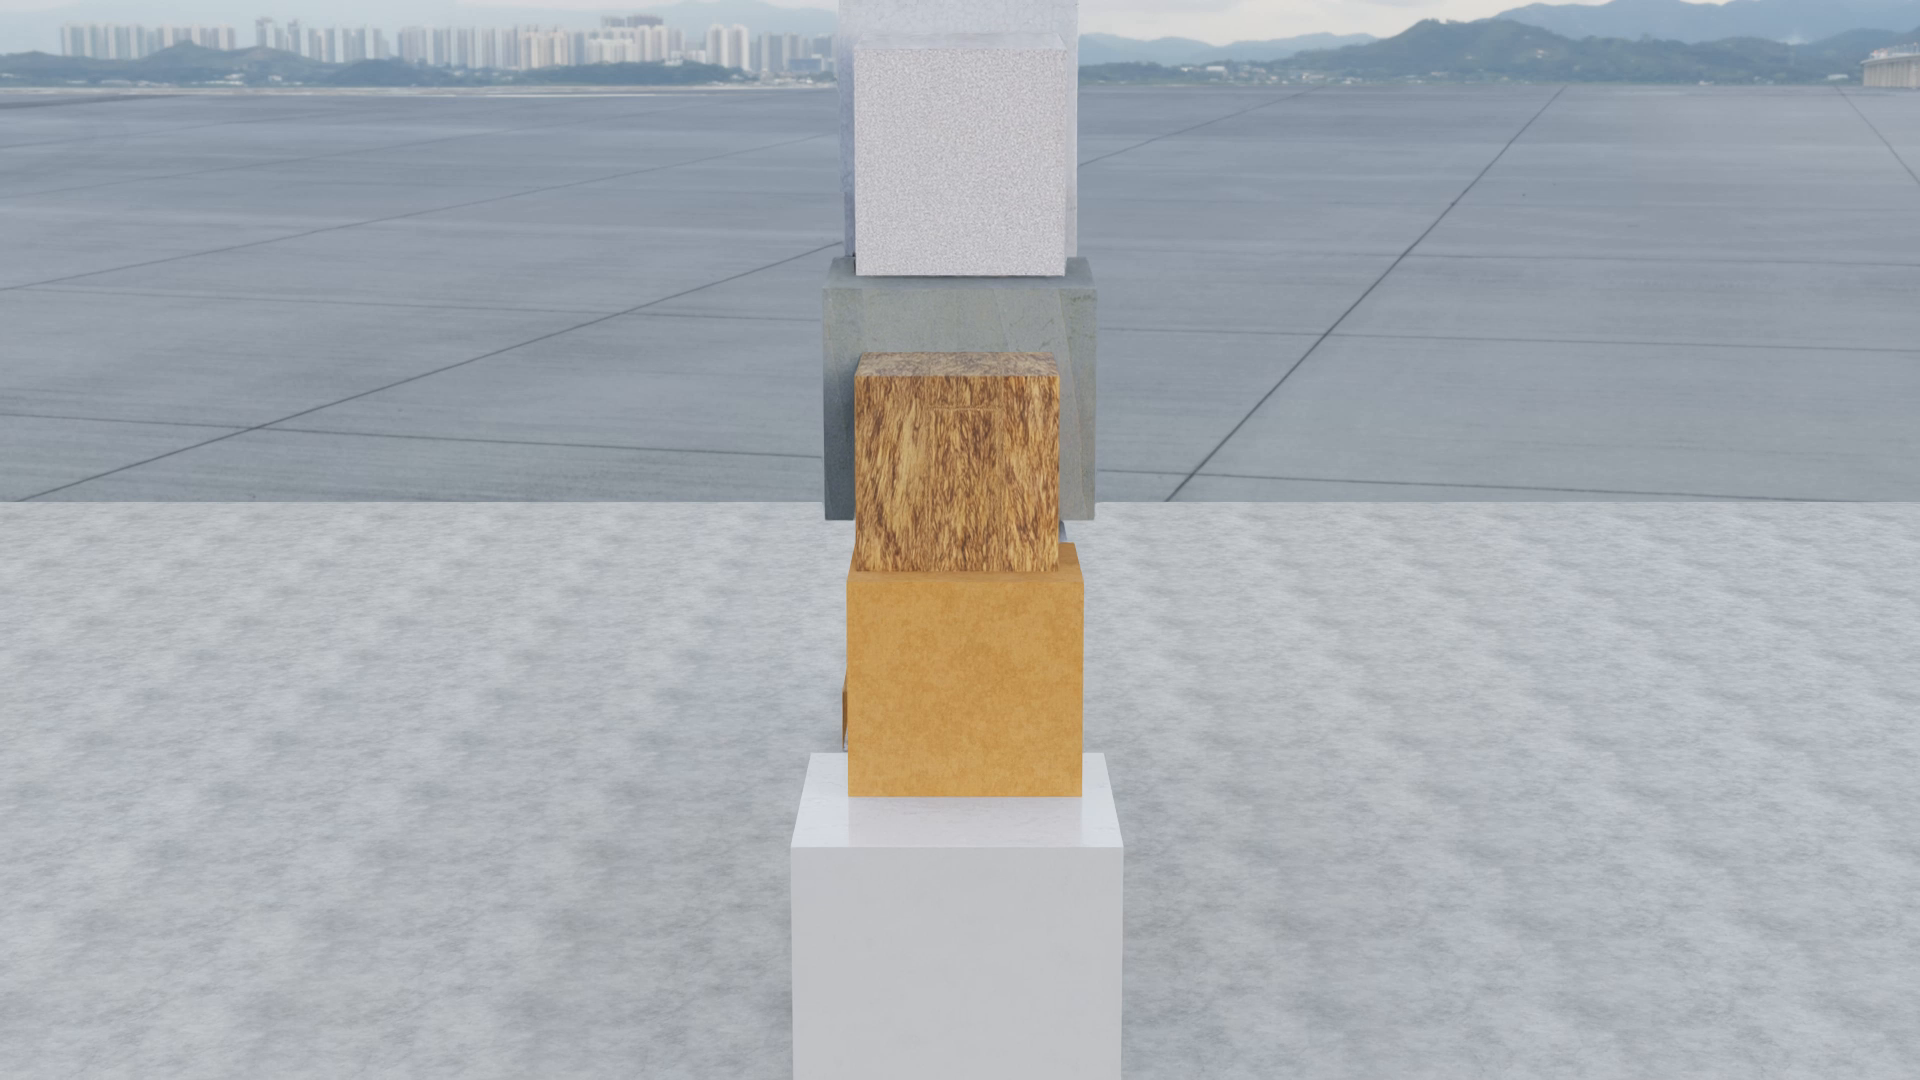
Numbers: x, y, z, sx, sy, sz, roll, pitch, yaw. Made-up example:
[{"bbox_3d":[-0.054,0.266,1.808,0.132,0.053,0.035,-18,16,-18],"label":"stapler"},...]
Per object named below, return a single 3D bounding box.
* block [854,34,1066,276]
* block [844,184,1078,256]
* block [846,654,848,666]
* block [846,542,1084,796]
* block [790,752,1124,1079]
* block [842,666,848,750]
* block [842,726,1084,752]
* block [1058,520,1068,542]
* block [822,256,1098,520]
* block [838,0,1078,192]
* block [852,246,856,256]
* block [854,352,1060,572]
[{"bbox_3d":[0.001,-1.516,10.013,0.789,0.847,0.829,0,15,0],"label":"block"},{"bbox_3d":[0.003,-1.213,11.717,1.008,0.902,1.084,0,12,0],"label":"block"},{"bbox_3d":[-0.011,0.854,11.821,0.966,1.090,1.118,0,10,0],"label":"block"},{"bbox_3d":[0.018,0.444,9.090,0.801,0.749,0.751,0,10,0],"label":"block"},{"bbox_3d":[-0.009,1.403,8.882,1.067,1.062,1.156,0,10,0],"label":"block"},{"bbox_3d":[0.004,1.049,10.799,0.948,1.072,0.943,0,10,0],"label":"block"},{"bbox_3d":[0.014,1.219,9.893,0.885,1.063,0.880,0,10,0],"label":"block"},{"bbox_3d":[0.008,0.304,9.867,0.783,0.735,0.818,0,11,0],"label":"block"},{"bbox_3d":[-0.001,-0.604,9.950,1.011,0.875,0.883,0,14,0],"label":"block"},{"bbox_3d":[-0.007,-1.981,10.859,0.970,0.951,0.884,0,11,0],"label":"block"},{"bbox_3d":[-0.015,-0.810,10.782,0.829,0.901,0.814,0,14,0],"label":"block"},{"bbox_3d":[-0.010,-0.292,9.150,0.697,0.678,0.779,0,10,0],"label":"block"}]
